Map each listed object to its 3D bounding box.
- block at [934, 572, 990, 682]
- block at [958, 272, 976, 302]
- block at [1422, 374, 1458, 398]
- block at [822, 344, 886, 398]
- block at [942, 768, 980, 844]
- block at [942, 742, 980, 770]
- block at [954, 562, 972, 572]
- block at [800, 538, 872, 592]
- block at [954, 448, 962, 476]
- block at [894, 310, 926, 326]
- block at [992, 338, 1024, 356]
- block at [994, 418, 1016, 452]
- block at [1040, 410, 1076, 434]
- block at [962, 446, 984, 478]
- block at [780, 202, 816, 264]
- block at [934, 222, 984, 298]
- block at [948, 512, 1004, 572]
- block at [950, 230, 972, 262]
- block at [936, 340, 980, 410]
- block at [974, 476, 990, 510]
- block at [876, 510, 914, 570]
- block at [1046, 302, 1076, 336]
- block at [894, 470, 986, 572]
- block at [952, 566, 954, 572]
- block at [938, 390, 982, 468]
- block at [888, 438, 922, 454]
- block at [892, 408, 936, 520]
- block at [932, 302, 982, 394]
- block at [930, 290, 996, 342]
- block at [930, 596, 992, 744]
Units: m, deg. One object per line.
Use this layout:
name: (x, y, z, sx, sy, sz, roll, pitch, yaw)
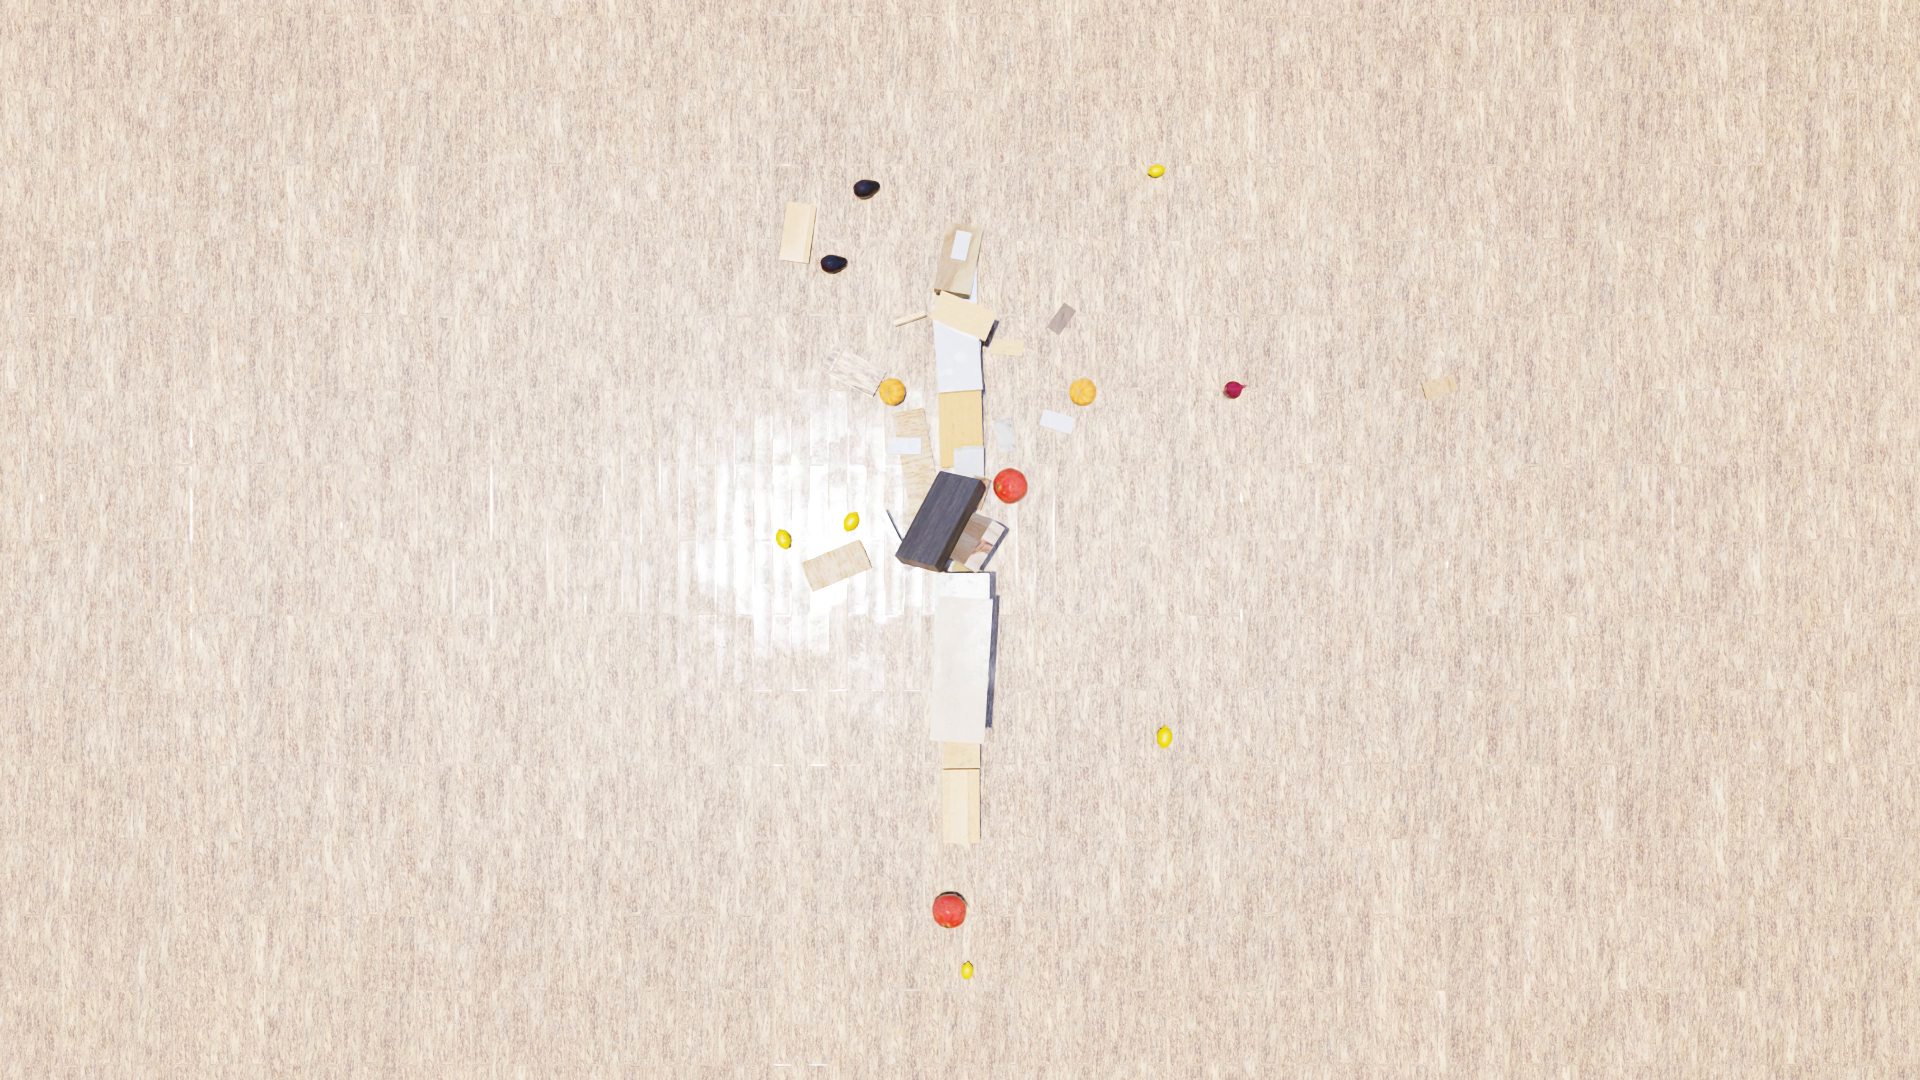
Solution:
block: (0.006, 0.272, 5.138, 0.169, 0.048, 0.338, 0, 90, 0)
block: (-0.005, -0.792, 5.483, 0.120, 0.034, 0.240, 0, 90, 0)
block: (1.596, -0.510, 5.492, 0.109, 0.015, 0.054, -16, 90, 0)
block: (-0.353, -0.562, 5.486, 0.194, 0.027, 0.097, 28, 90, 0)
block: (0.004, 0.877, 5.449, 0.121, 0.034, 0.242, -1, 90, 0)
block: (0.004, 0.634, 5.457, 0.121, 0.034, 0.242, -1, 77, 0)
block: (0.008, 0.058, 5.465, 0.056, 0.016, 0.113, -1, 60, 0)
block: (-0.411, 0.085, 5.485, 0.213, 0.030, 0.107, -22, 90, 0)
block: (0.016, -0.236, 5.454, 0.071, 0.020, 0.141, -1, 122, 0)
block: (-0.167, -0.734, 5.473, 0.109, 0.054, 0.015, -18, 90, 0)
block: (0.159, -0.641, 5.493, 0.100, 0.014, 0.050, 5, 90, 0)
block: (0.151, -0.348, 5.492, 0.054, 0.015, 0.108, -10, 90, 0)
block: (0.324, -0.394, 5.492, 0.109, 0.015, 0.054, 17, 90, 0)
block: (0.042, -0.242, 5.426, 0.071, 0.020, 0.141, -1, 122, 0)
block: (-0.538, -1.021, 5.486, 0.097, 0.027, 0.193, 8, 90, 0)
block: (-0.005, -0.924, 5.451, 0.120, 0.034, 0.240, 10, 76, 3)
block: (0.032, 0.000, 5.305, 0.047, 0.334, 0.167, 33, 87, -17)
block: (0.004, -0.968, 5.438, 0.050, 0.014, 0.100, 12, 76, 3)
block: (-0.004, -0.569, 5.433, 0.142, 0.040, 0.283, 1, 103, 0)
block: (0.058, -0.156, 5.445, 0.054, 0.015, 0.108, 15, 107, -10)
block: (-0.211, 0.001, 5.447, 0.030, 0.107, 0.213, -27, 90, 0)
block: (0.338, -0.736, 5.493, 0.050, 0.014, 0.100, 35, 90, 0)
block: (-0.064, -0.061, 5.367, 0.167, 0.047, 0.334, 14, 67, 35)
block: (0.001, 0.118, 5.447, 0.056, 0.113, 0.016, -1, 120, 0)
block: (0.002, -0.385, 5.437, 0.142, 0.040, 0.283, -2, 108, 1)
block: (-0.183, -0.311, 5.462, 0.108, 0.015, 0.054, 1, 90, 0)
block: (-0.131, -0.198, 5.485, 0.107, 0.030, 0.471, -11, 90, 0)
block: (-0.009, -0.623, 5.359, 0.142, 0.040, 0.284, -5, 87, 0)
block: (0.011, -0.723, 5.330, 0.194, 0.027, 0.097, 23, 87, 1)
block: (0.003, 0.399, 5.090, 0.167, 0.047, 0.444, 4, 90, 0)
